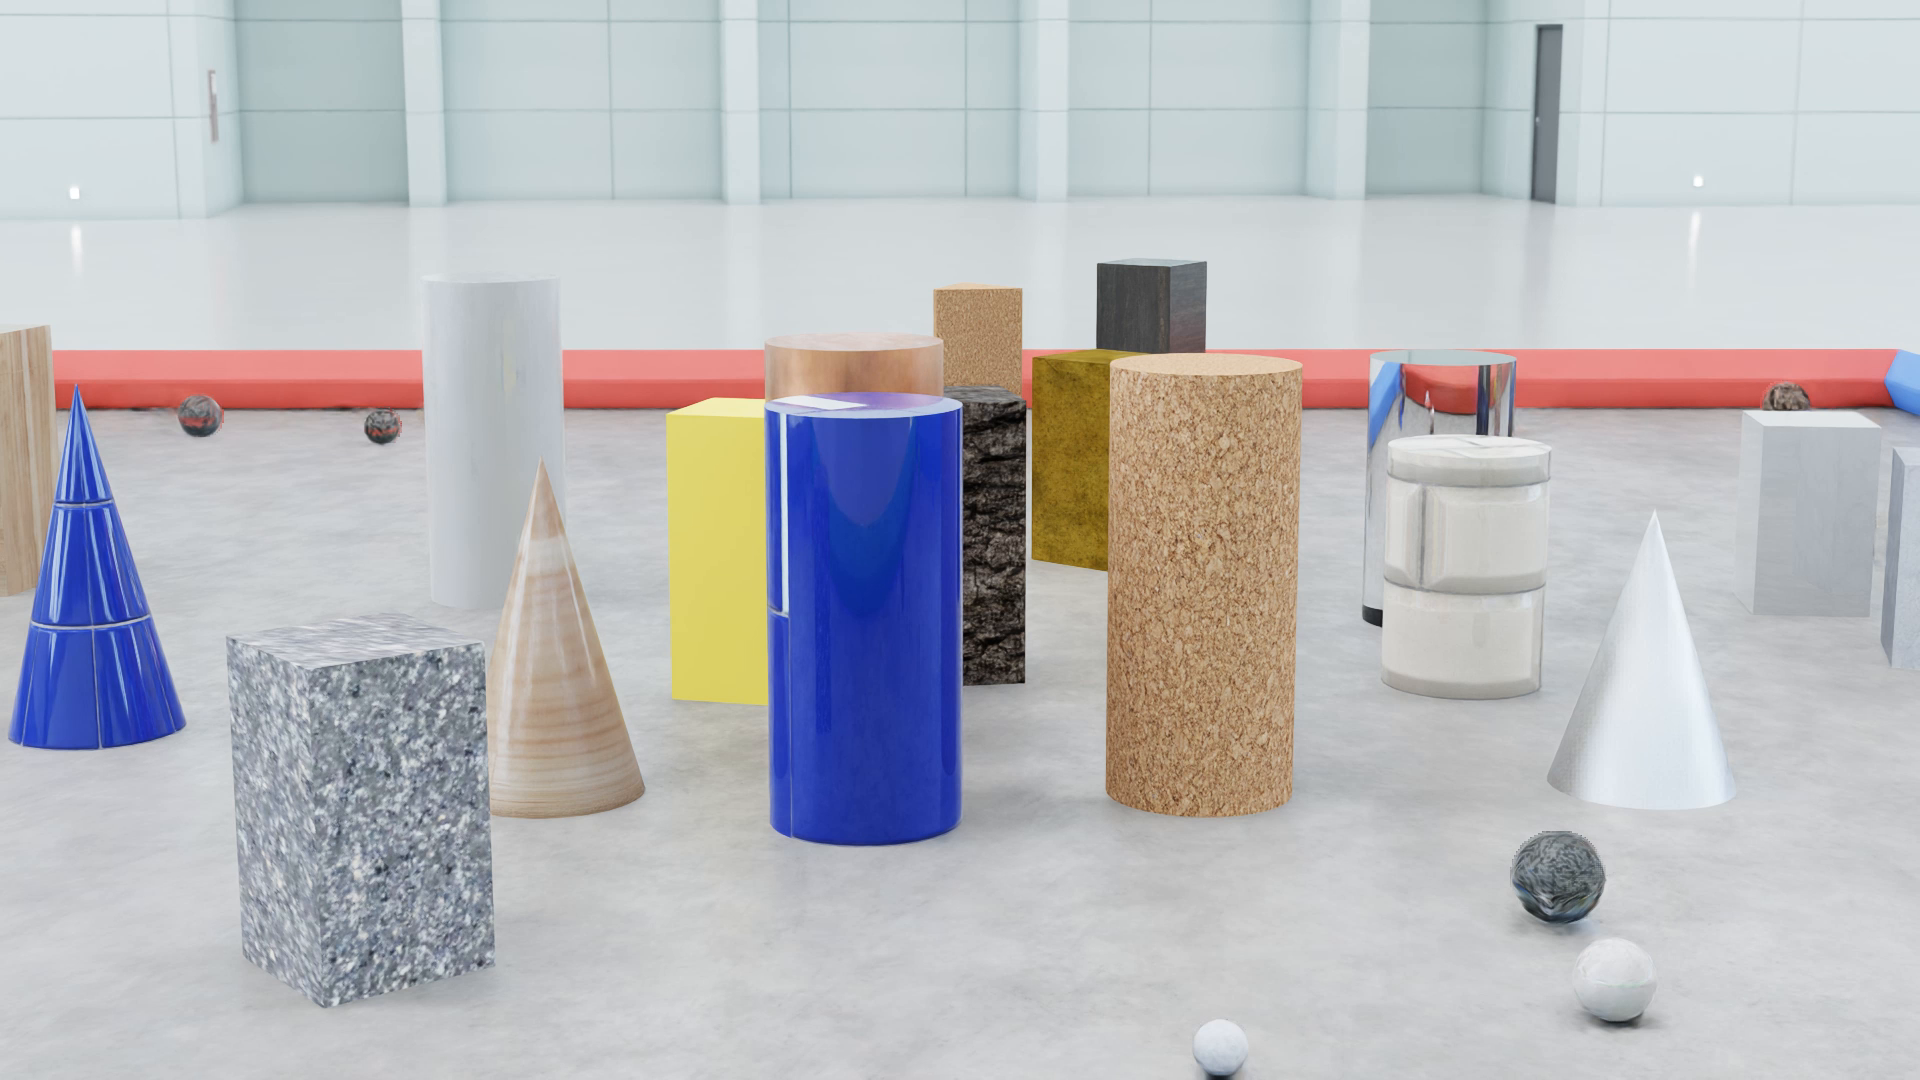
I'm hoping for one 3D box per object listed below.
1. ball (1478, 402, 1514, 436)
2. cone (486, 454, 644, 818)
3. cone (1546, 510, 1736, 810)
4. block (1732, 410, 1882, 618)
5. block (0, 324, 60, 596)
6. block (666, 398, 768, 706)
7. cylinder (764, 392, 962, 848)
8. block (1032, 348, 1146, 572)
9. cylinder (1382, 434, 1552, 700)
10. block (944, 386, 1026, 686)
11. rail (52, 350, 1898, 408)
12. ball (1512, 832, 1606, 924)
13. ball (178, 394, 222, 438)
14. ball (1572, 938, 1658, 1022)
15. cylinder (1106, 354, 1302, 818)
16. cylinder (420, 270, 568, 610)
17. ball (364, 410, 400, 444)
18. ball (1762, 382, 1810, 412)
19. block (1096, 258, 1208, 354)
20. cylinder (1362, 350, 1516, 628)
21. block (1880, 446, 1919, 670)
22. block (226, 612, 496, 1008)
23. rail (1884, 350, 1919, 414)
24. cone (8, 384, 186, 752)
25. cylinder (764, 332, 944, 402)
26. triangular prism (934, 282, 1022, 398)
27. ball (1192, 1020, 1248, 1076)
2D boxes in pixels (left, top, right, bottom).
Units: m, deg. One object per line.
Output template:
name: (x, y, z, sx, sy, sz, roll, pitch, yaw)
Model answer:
ball: (1.050, -0.235, 5.030, 0.069, 0.069, 0.069, 0, 11, 0)
cone: (-0.413, 0.085, 2.562, 0.188, 0.345, 0.188, 0, 11, 0)
cone: (0.696, 0.109, 2.596, 0.188, 0.285, 0.188, 0, 11, 0)
block: (1.141, -0.038, 3.465, 0.151, 0.254, 0.151, 1, 11, 6)
block: (-1.371, -0.115, 3.590, 0.151, 0.361, 0.151, 2, 11, 12)
block: (-0.241, 0.011, 2.992, 0.151, 0.332, 0.151, 3, 11, 15)
cylinder: (-0.091, 0.072, 2.464, 0.188, 0.406, 0.188, 0, 11, 0)
block: (0.212, -0.121, 3.783, 0.151, 0.301, 0.151, 9, 14, 40)
cylinder: (0.597, 0.029, 3.030, 0.188, 0.283, 0.188, 0, 11, 0)
block: (-0.011, -0.007, 3.073, 0.151, 0.338, 0.151, -2, 11, -11)
rail: (-0.012, -0.340, 5.441, 4.028, 0.122, 0.045, 0, 11, 0)
ball: (0.512, 0.289, 2.195, 0.078, 0.078, 0.078, 0, 11, 0)
ball: (-1.491, -0.243, 5.032, 0.084, 0.084, 0.084, 0, 11, 0)
ball: (0.503, 0.338, 1.972, 0.064, 0.064, 0.064, 0, 11, 0)
cylinder: (0.242, 0.040, 2.558, 0.188, 0.434, 0.188, 0, 11, 0)
cylinder: (-0.636, -0.140, 3.508, 0.188, 0.440, 0.188, 0, 11, 0)
ball: (-1.113, -0.218, 4.940, 0.067, 0.067, 0.067, 0, 11, 0)
ball: (1.663, -0.272, 5.164, 0.092, 0.092, 0.092, 0, 11, 0)
block: (0.355, -0.334, 4.762, 0.151, 0.362, 0.151, 6, 12, 31)
cylinder: (0.628, -0.067, 3.367, 0.188, 0.348, 0.188, 0, 11, 0)
block: (1.226, 0.023, 3.154, 0.151, 0.250, 0.151, 3, 11, 14)
block: (-0.485, 0.212, 2.079, 0.151, 0.271, 0.151, -8, 14, -38)
rail: (1.990, 0.029, 3.461, 0.045, 0.122, 4.099, 0, 11, 0)
cone: (-0.953, 0.019, 2.801, 0.188, 0.386, 0.188, 0, 11, 0)
cylinder: (-0.112, 0.005, 2.740, 0.188, 0.436, 0.188, 0, 11, 0)
triangular prism: (0.021, -0.313, 4.764, 0.163, 0.319, 0.141, -2, 11, -10)
ball: (0.190, 0.369, 1.866, 0.041, 0.041, 0.041, 0, 11, 0)
